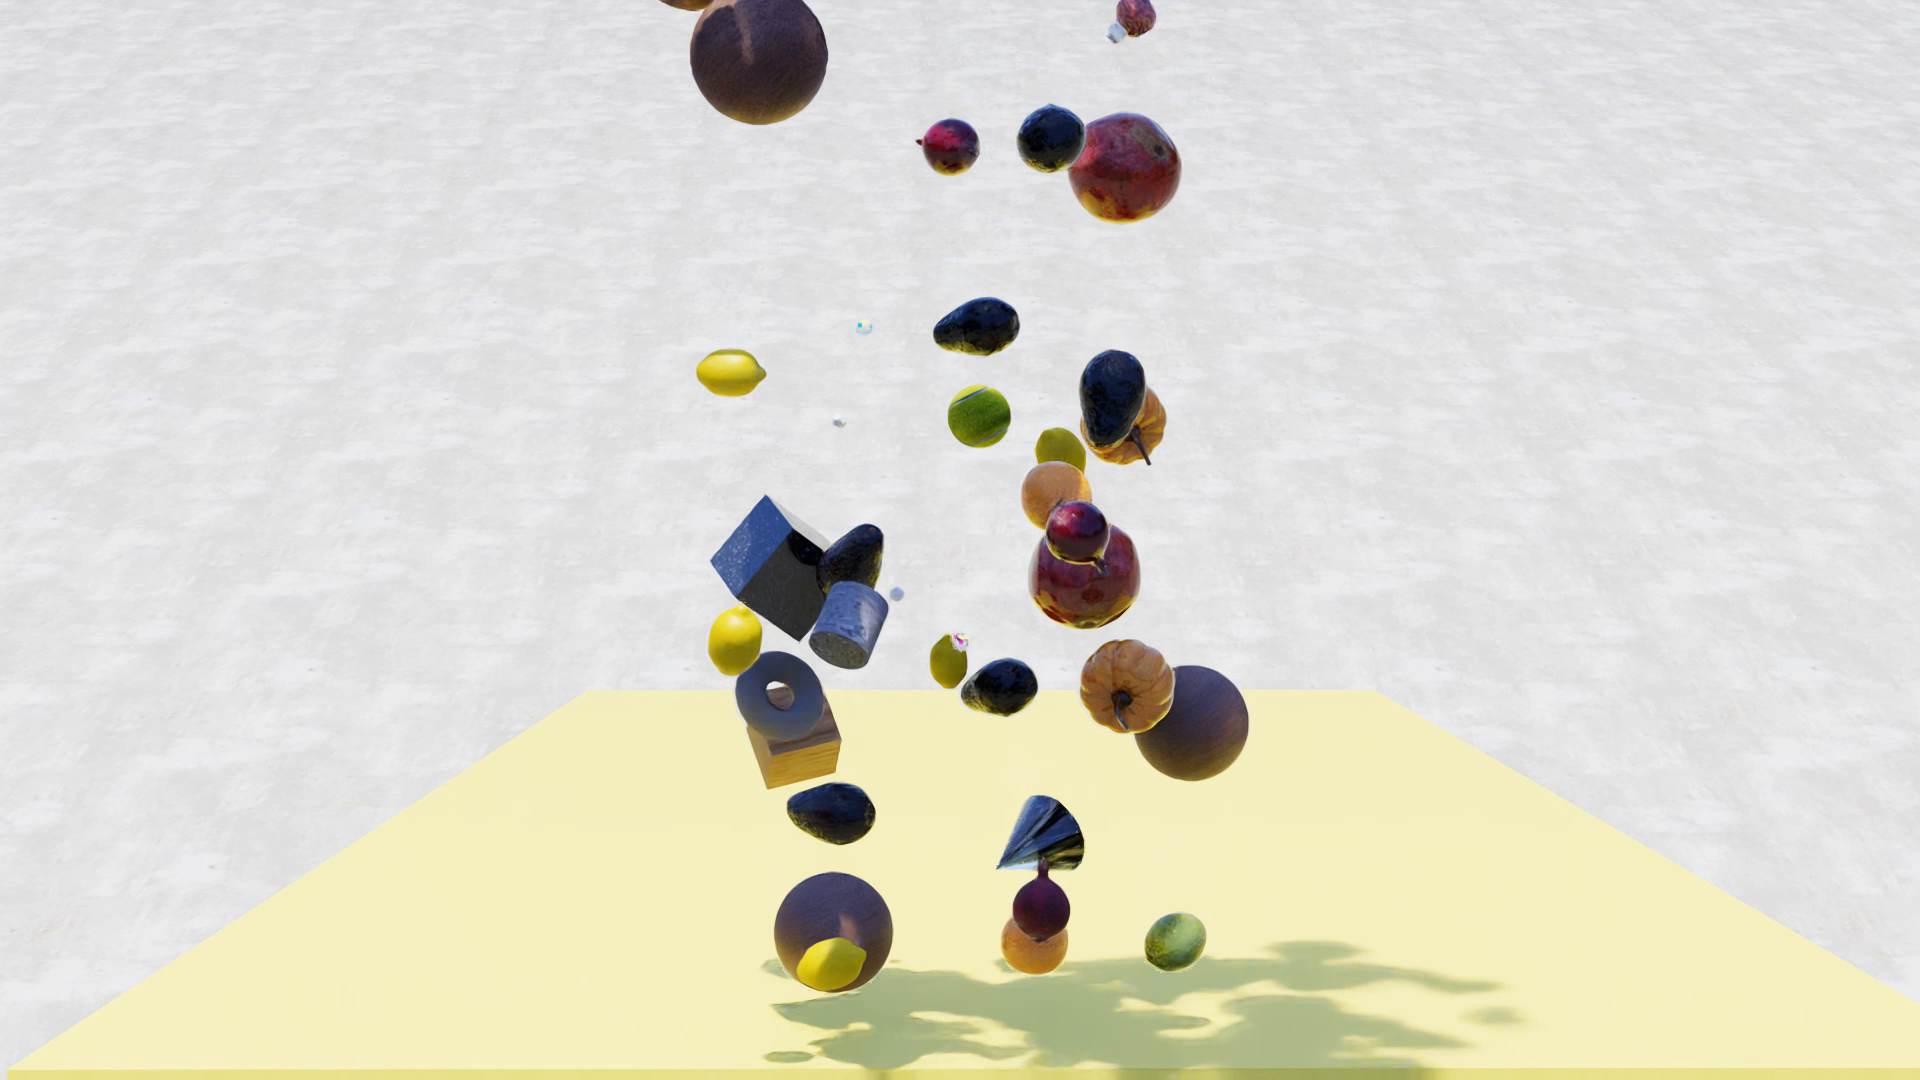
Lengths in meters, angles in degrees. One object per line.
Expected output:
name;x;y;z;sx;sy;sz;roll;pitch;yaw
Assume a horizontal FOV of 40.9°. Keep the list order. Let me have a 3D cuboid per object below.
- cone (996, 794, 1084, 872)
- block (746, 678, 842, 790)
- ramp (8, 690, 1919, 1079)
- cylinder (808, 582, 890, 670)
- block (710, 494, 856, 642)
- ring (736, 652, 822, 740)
cone;0.071;0.347;2.869;0.096;0.096;0.096;20;33;37
block;-0.193;0.224;2.975;0.084;0.084;0.084;-13;60;-16
ramp;0.055;0.502;4.547;2.000;0.100;4.000;0;2;0
cylinder;-0.104;0.080;2.410;0.059;0.059;0.059;9;55;19
block;-0.180;0.028;2.609;0.090;0.090;0.090;37;5;-32
ring;-0.186;0.161;2.659;0.097;0.097;0.032;-18;-13;-35
